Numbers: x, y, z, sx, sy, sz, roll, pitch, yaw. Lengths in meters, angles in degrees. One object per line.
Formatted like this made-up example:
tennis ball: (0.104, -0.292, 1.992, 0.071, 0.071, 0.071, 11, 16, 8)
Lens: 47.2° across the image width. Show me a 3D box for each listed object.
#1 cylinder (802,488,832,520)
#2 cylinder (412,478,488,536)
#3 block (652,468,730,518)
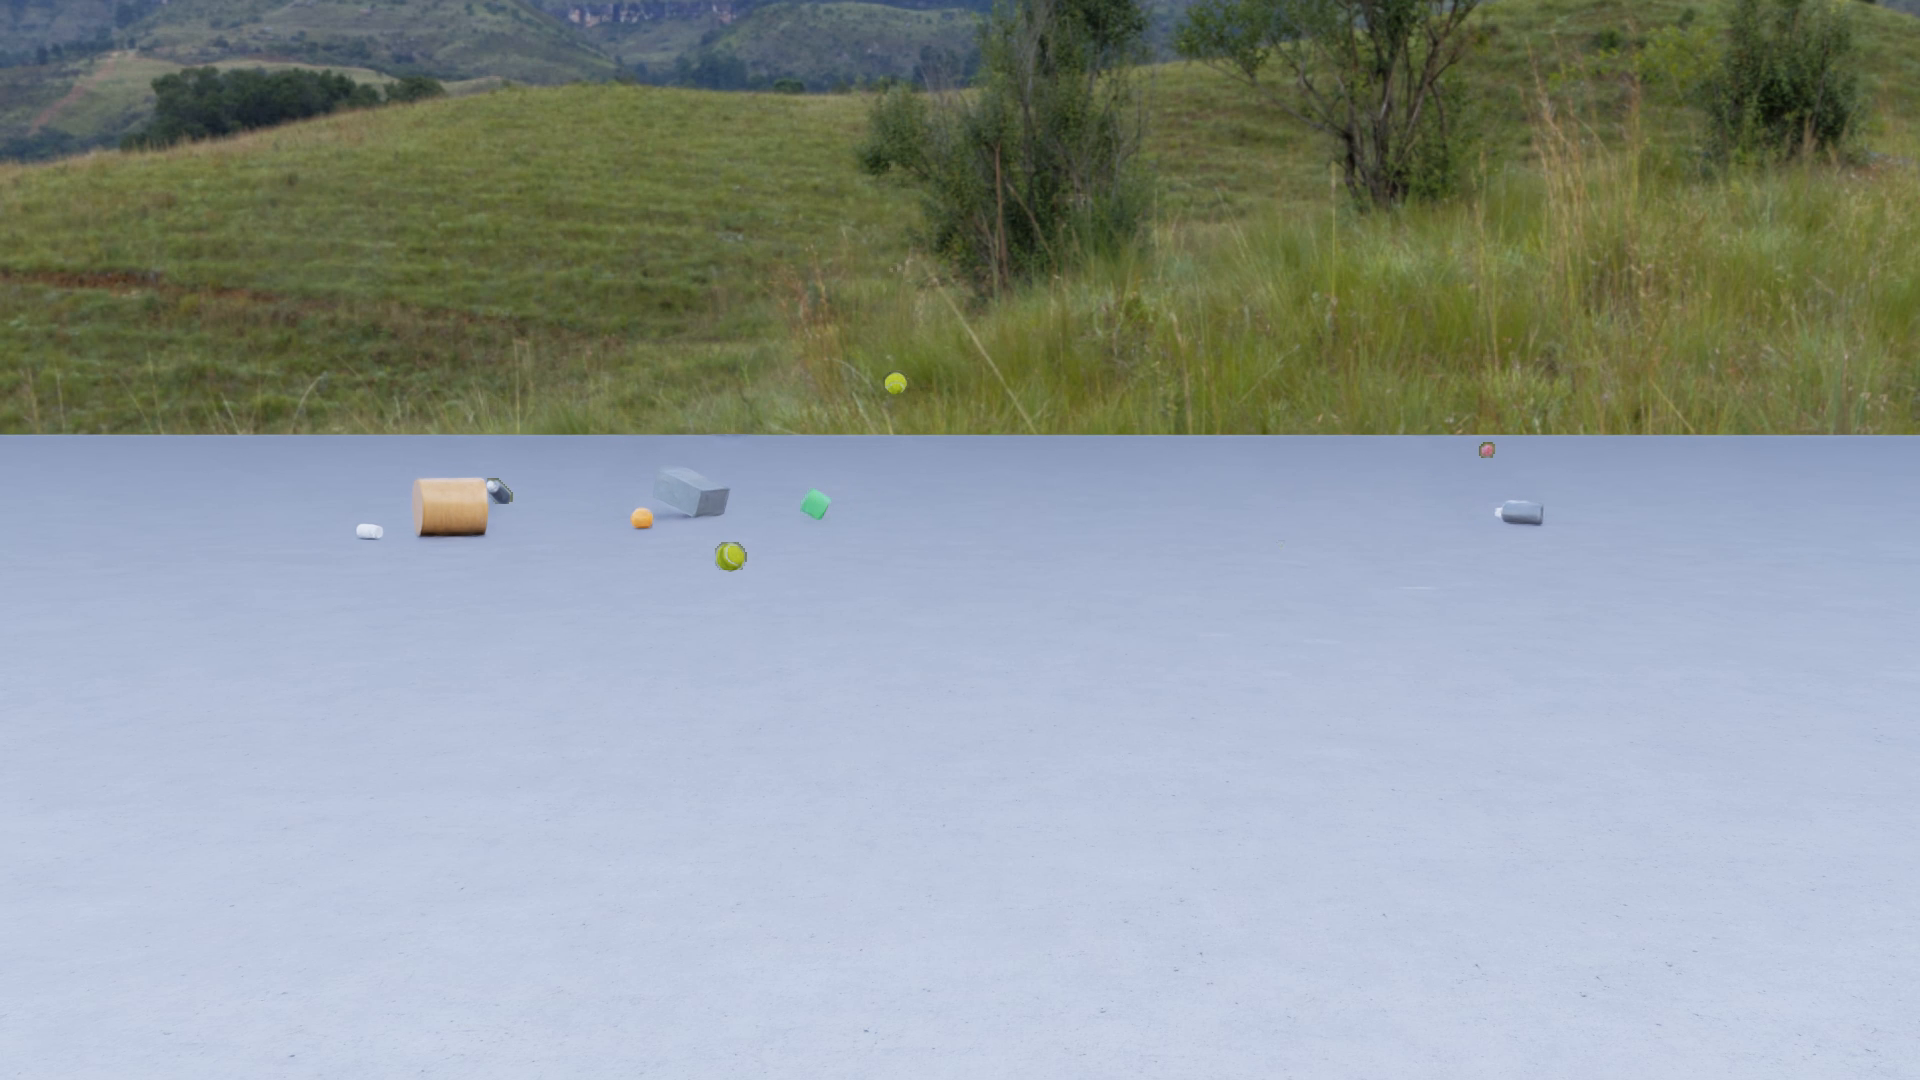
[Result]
cylinder: (-0.484, -0.120, 7.411, 0.073, 0.096, 0.070, 29, 45, -1)
cylinder: (-1.568, -0.101, 6.763, 0.198, 0.173, 0.172, -2, -32, -24)
block: (-0.956, -0.169, 7.822, 0.211, 0.100, 0.155, 24, 17, 31)
